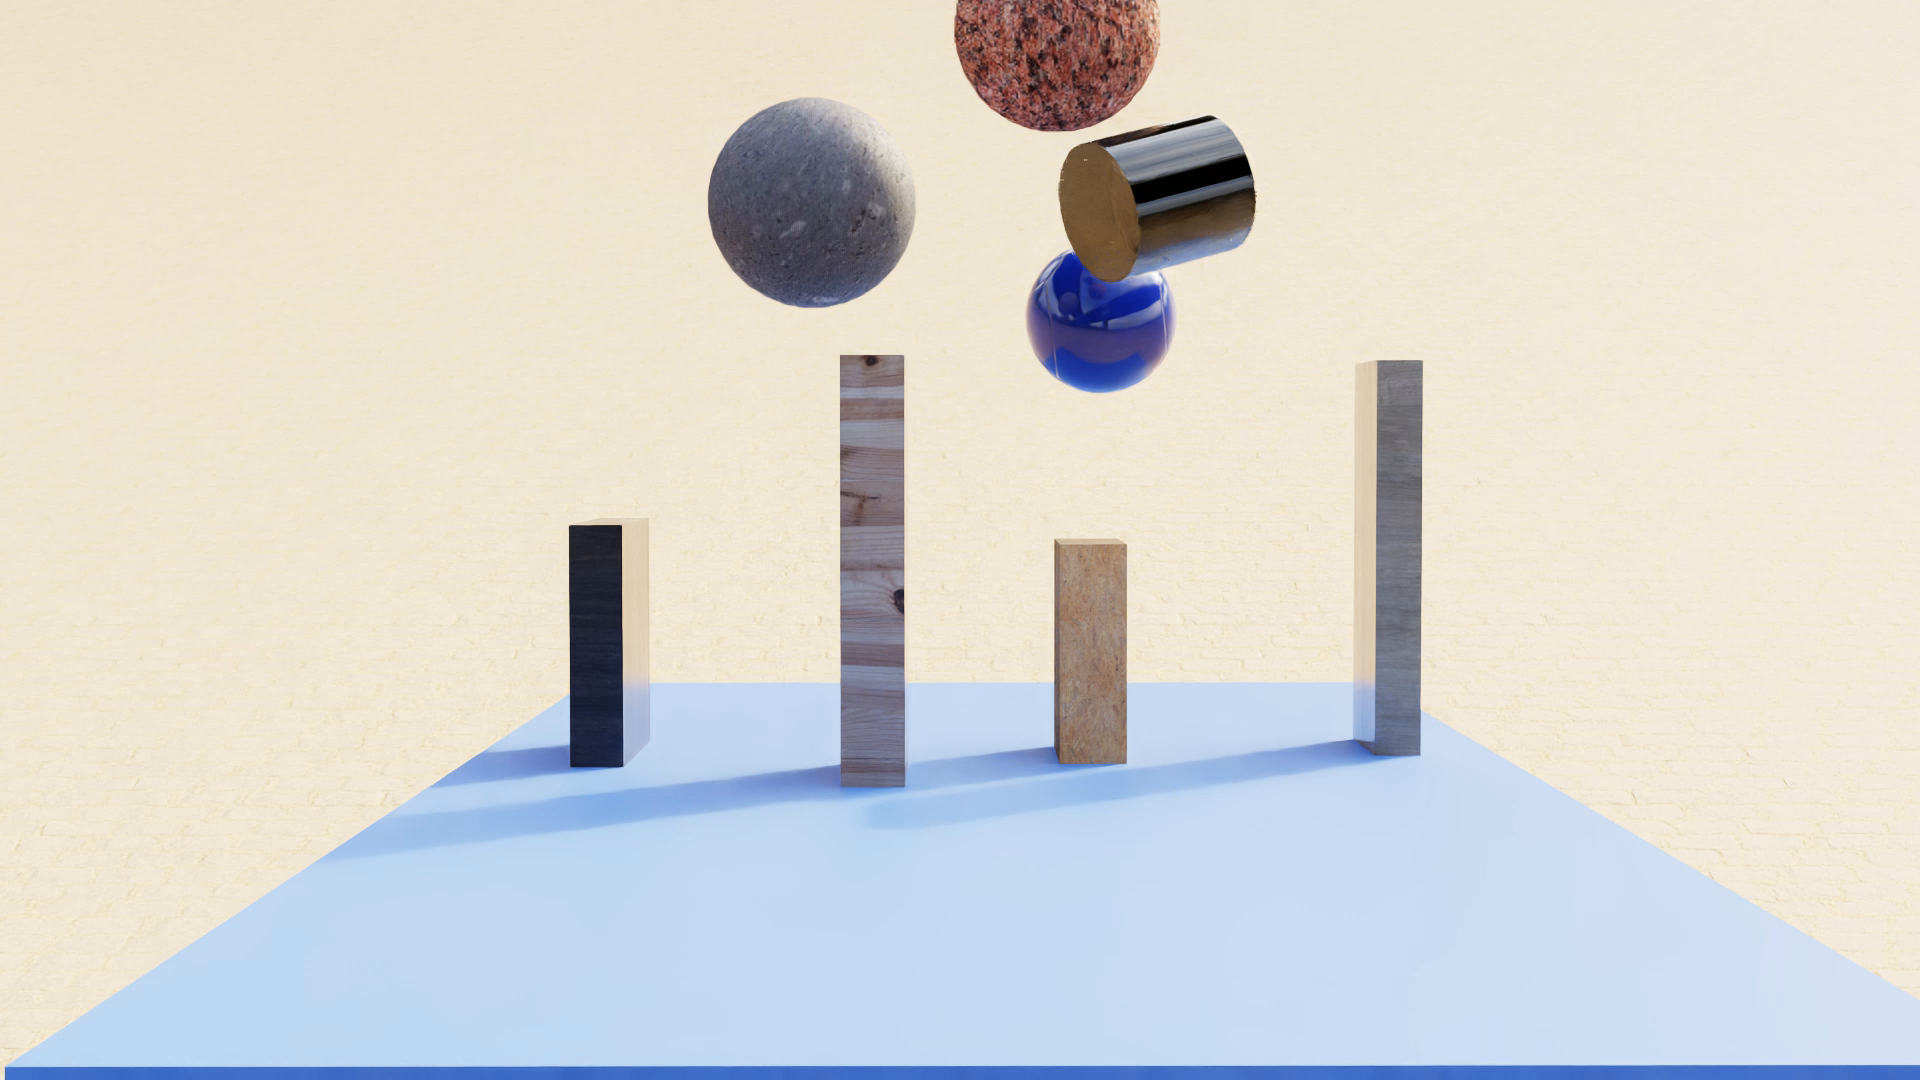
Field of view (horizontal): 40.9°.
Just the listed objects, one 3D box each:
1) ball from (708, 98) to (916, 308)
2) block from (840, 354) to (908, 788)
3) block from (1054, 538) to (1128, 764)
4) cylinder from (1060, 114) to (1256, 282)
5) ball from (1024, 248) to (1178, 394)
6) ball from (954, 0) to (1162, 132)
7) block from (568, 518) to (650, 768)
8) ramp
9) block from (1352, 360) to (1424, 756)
[{"bbox_3d":[-0.147,-0.334,2.555,0.207,0.207,0.207,0,24,0],"label":"ball"},{"bbox_3d":[-0.156,0.049,4.730,0.114,0.767,0.335,0,2,0],"label":"block"},{"bbox_3d":[0.254,0.211,5.042,0.128,0.418,0.290,0,2,0],"label":"block"},{"bbox_3d":[0.174,-0.303,2.284,0.125,0.125,0.125,-18,29,-27],"label":"cylinder"},{"bbox_3d":[0.154,-0.242,2.806,0.166,0.166,0.166,0,24,0],"label":"ball"},{"bbox_3d":[0.092,-0.481,2.418,0.195,0.195,0.195,0,24,0],"label":"ball"},{"bbox_3d":[-0.685,0.192,5.056,0.101,0.457,0.421,0,2,0],"label":"block"},{"bbox_3d":[0.054,0.490,4.542,2.000,0.100,4.000,0,2,0],"label":"ramp"},{"bbox_3d":[0.855,0.030,5.152,0.090,0.771,0.277,0,2,0],"label":"block"}]
